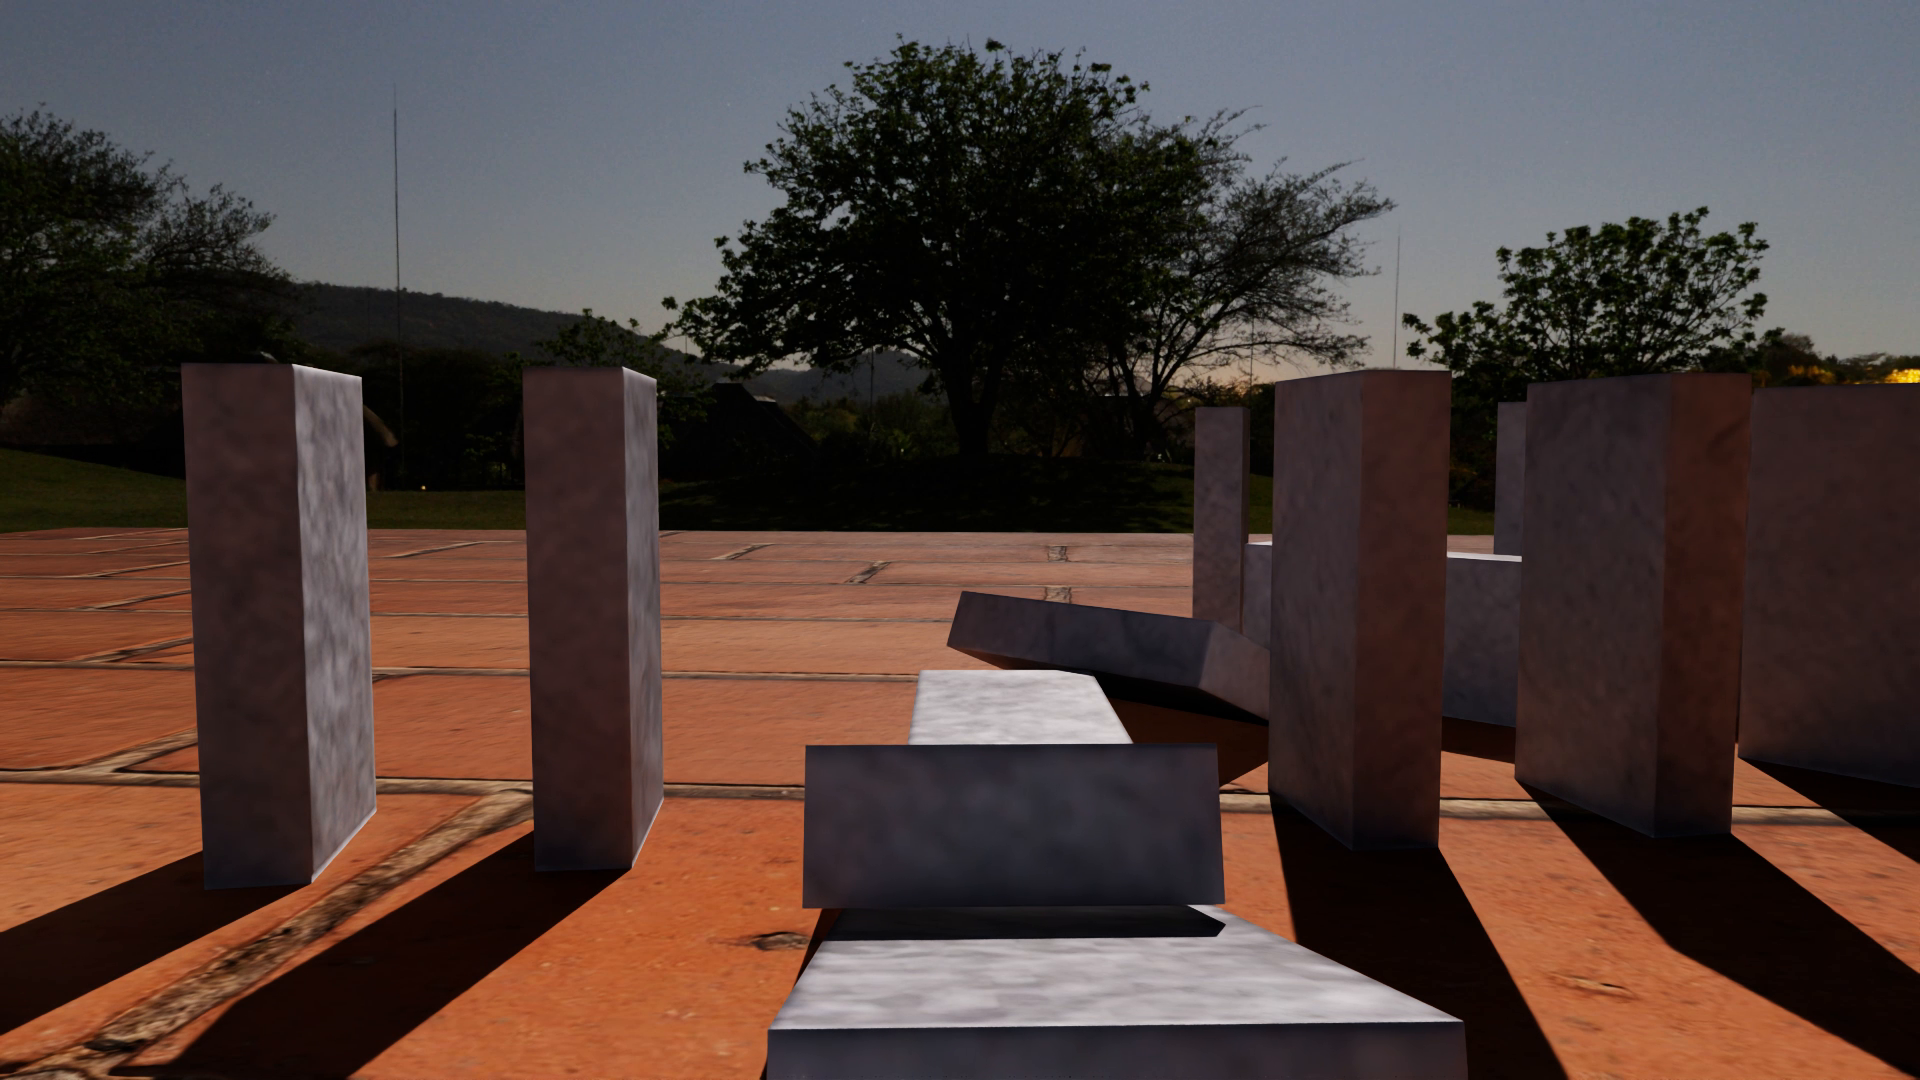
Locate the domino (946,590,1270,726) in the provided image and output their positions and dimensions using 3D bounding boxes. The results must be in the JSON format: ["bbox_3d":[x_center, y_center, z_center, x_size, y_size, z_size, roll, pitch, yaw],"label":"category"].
[{"bbox_3d":[0.025,0.018,0.201,0.050,0.010,0.025,4,-16,46],"label":"domino"}]

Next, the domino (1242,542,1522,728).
[{"bbox_3d":[0.071,0.014,0.212,0.010,0.025,0.050,-4,6,-44],"label":"domino"}]

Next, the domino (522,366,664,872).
[{"bbox_3d":[-0.039,0.007,0.139,0.010,0.050,0.025,0,4,-6],"label":"domino"}]

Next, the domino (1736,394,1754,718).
[{"bbox_3d":[0.129,0.002,0.206,0.025,0.050,0.010,-1,5,-19],"label":"domino"}]

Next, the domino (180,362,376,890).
[{"bbox_3d":[-0.070,0.008,0.134,0.010,0.050,0.025,-1,4,-11],"label":"domino"}]

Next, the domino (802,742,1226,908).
[{"bbox_3d":[0.002,0.023,0.101,0.025,0.009,0.050,0,-13,-2],"label":"domino"}]

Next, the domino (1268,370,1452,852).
[{"bbox_3d":[0.044,0.007,0.145,0.010,0.050,0.025,-1,4,-7],"label":"domino"}]

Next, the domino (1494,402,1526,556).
[{"bbox_3d":[0.109,0.000,0.238,0.025,0.050,0.009,-4,6,-42],"label":"domino"}]

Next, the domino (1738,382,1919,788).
[{"bbox_3d":[0.117,0.005,0.166,0.010,0.050,0.025,-3,6,-39],"label":"domino"}]

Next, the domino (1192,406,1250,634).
[{"bbox_3d":[0.056,-0.003,0.274,0.009,0.050,0.025,1,4,16],"label":"domino"}]

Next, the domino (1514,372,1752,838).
[{"bbox_3d":[0.077,0.006,0.150,0.009,0.050,0.025,-1,4,-10],"label":"domino"}]

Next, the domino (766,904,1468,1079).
[{"bbox_3d":[0.005,0.026,0.070,0.025,0.009,0.050,0,-10,-1],"label":"domino"}]

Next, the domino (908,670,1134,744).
[{"bbox_3d":[0.007,0.026,0.163,0.025,0.009,0.050,0,4,0],"label":"domino"}]
